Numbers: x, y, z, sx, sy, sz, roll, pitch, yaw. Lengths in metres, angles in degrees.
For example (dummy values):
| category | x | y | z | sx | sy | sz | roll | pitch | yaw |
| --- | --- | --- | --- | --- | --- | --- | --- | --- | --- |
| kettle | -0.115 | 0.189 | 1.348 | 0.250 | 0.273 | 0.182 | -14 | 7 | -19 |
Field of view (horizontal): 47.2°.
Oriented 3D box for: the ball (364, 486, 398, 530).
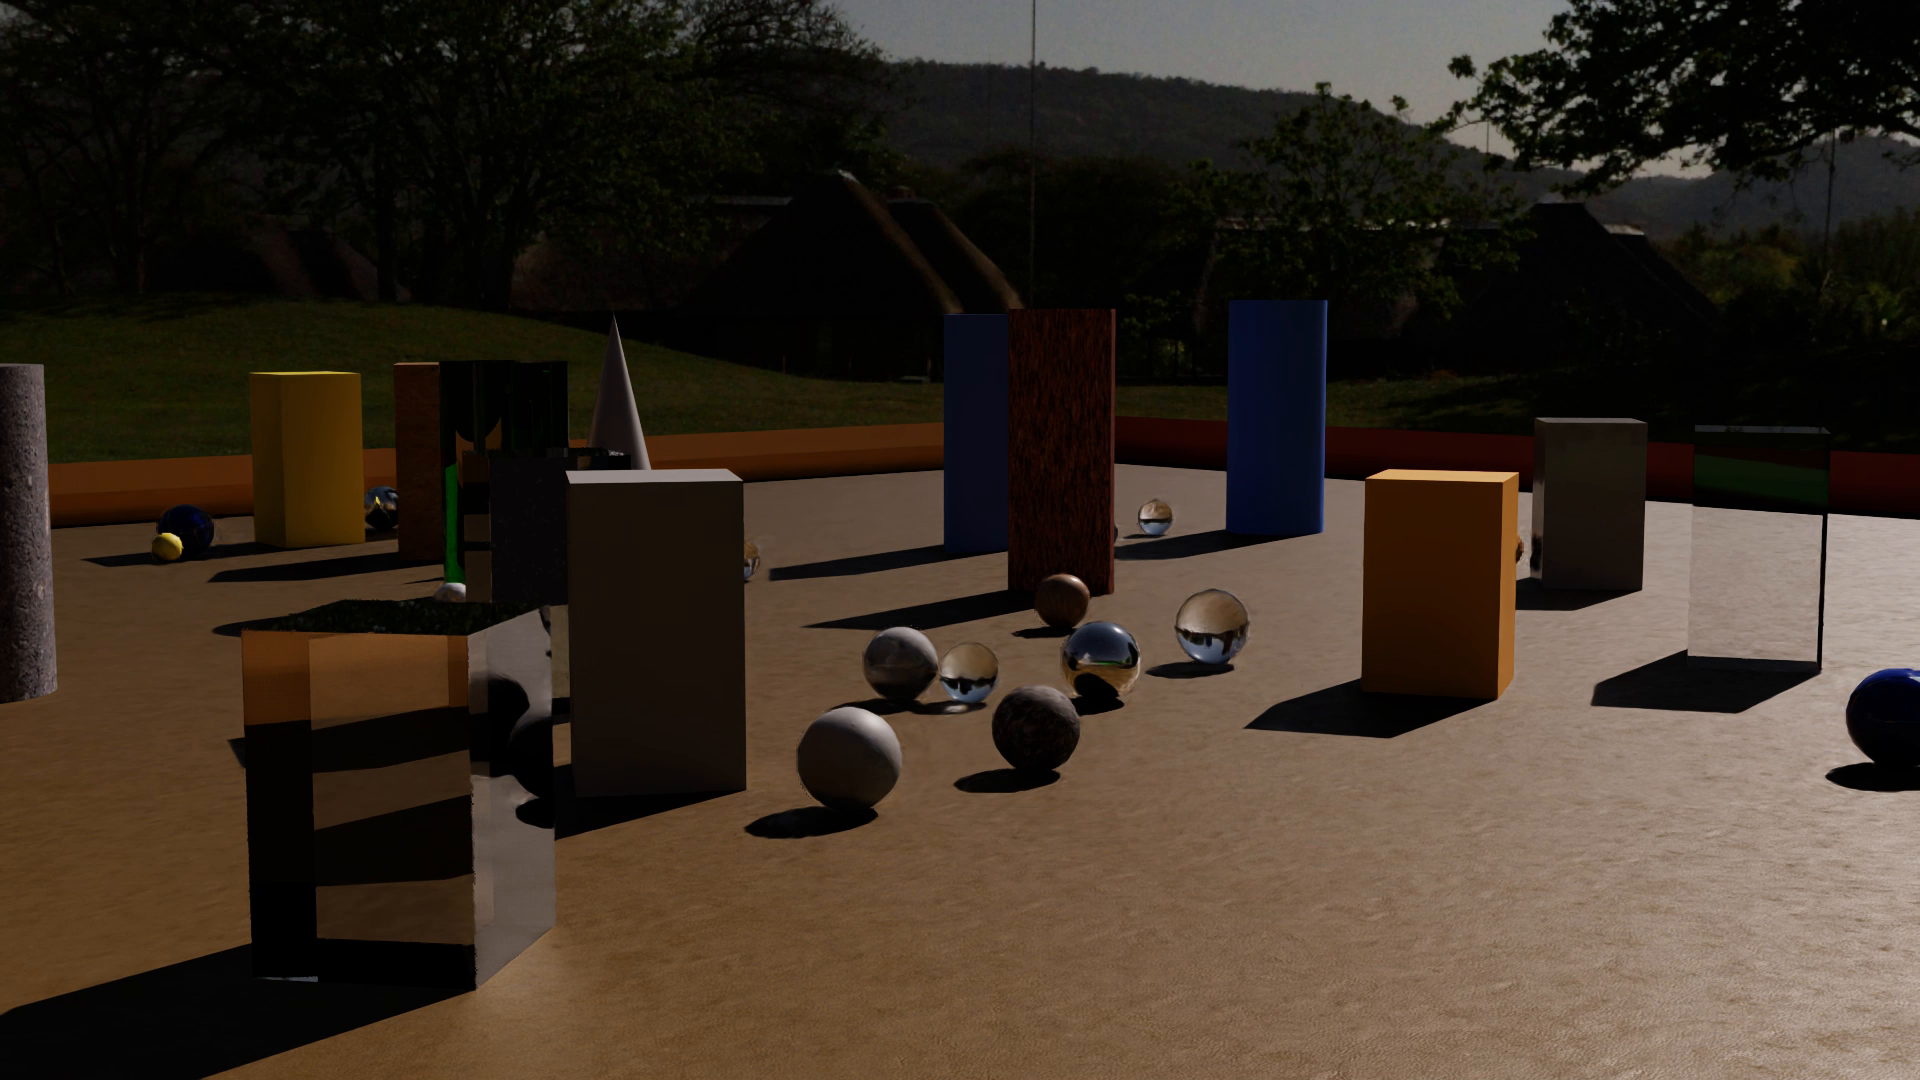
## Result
| category | x | y | z | sx | sy | sz | roll | pitch | yaw |
| --- | --- | --- | --- | --- | --- | --- | --- | --- | --- |
| ball | -1.172 | -0.066 | 4.470 | 0.089 | 0.089 | 0.089 | 0 | 6 | 0 |

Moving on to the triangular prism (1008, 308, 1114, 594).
| category | x | y | z | sx | sy | sz | roll | pitch | yaw |
| --- | --- | --- | --- | --- | --- | --- | --- | --- | --- |
| triangular prism | 0.178 | -0.147 | 3.531 | 0.169 | 0.446 | 0.147 | 2 | 6 | 16 |

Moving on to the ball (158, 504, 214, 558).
| category | x | y | z | sx | sy | sz | roll | pitch | yaw |
| --- | --- | --- | --- | --- | --- | --- | --- | --- | --- |
| ball | -1.394 | -0.016 | 3.960 | 0.096 | 0.096 | 0.096 | 0 | 6 | 0 |

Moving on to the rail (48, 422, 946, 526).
| category | x | y | z | sx | sy | sz | roll | pitch | yaw |
| --- | --- | --- | --- | --- | --- | --- | --- | --- | --- |
| rail | -1.447 | -0.130 | 4.891 | 5.105 | 0.127 | 0.045 | -5 | 8 | -42 |

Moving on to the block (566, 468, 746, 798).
| category | x | y | z | sx | sy | sz | roll | pitch | yaw |
| --- | --- | --- | --- | --- | --- | --- | --- | --- | --- |
| block | -0.291 | 0.083 | 2.091 | 0.156 | 0.289 | 0.156 | -1 | 6 | -11 |

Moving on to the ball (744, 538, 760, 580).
| category | x | y | z | sx | sy | sz | roll | pitch | yaw |
| --- | --- | --- | --- | --- | --- | --- | --- | --- | --- |
| ball | -0.366 | 0.031 | 3.619 | 0.073 | 0.073 | 0.073 | 0 | 6 | 0 |

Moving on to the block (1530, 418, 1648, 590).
| category | x | y | z | sx | sy | sz | roll | pitch | yaw |
| --- | --- | --- | --- | --- | --- | --- | --- | --- | --- |
| block | 1.021 | -0.062 | 3.578 | 0.156 | 0.266 | 0.156 | 1 | 6 | 8 |

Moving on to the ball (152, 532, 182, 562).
| category | x | y | z | sx | sy | sz | roll | pitch | yaw |
| --- | --- | --- | --- | --- | --- | --- | --- | --- | --- |
| ball | -1.403 | 0.013 | 3.891 | 0.052 | 0.052 | 0.052 | 0 | 6 | 0 |

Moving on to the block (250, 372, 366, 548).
| category | x | y | z | sx | sy | sz | roll | pitch | yaw |
| --- | --- | --- | --- | --- | --- | --- | --- | --- | --- |
| block | -1.249 | -0.157 | 4.207 | 0.156 | 0.324 | 0.156 | -5 | 8 | -38 |

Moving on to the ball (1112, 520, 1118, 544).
| category | x | y | z | sx | sy | sz | roll | pitch | yaw |
| --- | --- | --- | --- | --- | --- | --- | --- | --- | --- |
| ball | 0.260 | -0.013 | 4.084 | 0.065 | 0.065 | 0.065 | 0 | 6 | 0 |

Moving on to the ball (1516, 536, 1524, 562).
| category | x | y | z | sx | sy | sz | roll | pitch | yaw |
| --- | --- | --- | --- | --- | --- | --- | --- | --- | --- |
| ball | 0.946 | 0.013 | 3.822 | 0.066 | 0.066 | 0.066 | 0 | 6 | 0 |

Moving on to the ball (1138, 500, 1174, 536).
| category | x | y | z | sx | sy | sz | roll | pitch | yaw |
| --- | --- | --- | --- | --- | --- | --- | --- | --- | --- |
| ball | 0.387 | -0.045 | 4.354 | 0.071 | 0.071 | 0.071 | 0 | 6 | 0 |

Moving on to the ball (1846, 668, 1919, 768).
| category | x | y | z | sx | sy | sz | roll | pitch | yaw |
| --- | --- | --- | --- | --- | --- | --- | --- | --- | --- |
| ball | 0.915 | 0.173 | 2.142 | 0.098 | 0.098 | 0.098 | 0 | 6 | 0 |

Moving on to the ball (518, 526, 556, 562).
| category | x | y | z | sx | sy | sz | roll | pitch | yaw |
| --- | --- | --- | --- | --- | --- | --- | --- | --- | --- |
| ball | -0.750 | 0.006 | 3.895 | 0.065 | 0.065 | 0.065 | 0 | 6 | 0 |

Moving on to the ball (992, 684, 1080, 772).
| category | x | y | z | sx | sy | sz | roll | pitch | yaw |
| --- | --- | --- | --- | --- | --- | --- | --- | --- | --- |
| ball | 0.073 | 0.182 | 2.122 | 0.085 | 0.085 | 0.085 | 0 | 6 | 0 |

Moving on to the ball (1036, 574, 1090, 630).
| category | x | y | z | sx | sy | sz | roll | pitch | yaw |
| --- | --- | --- | --- | --- | --- | --- | --- | --- | --- |
| ball | 0.144 | 0.086 | 3.076 | 0.078 | 0.078 | 0.078 | 0 | 6 | 0 |

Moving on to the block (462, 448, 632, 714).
| category | x | y | z | sx | sy | sz | roll | pitch | yaw |
| --- | --- | --- | --- | --- | --- | --- | --- | --- | --- |
| block | -0.467 | 0.043 | 2.488 | 0.156 | 0.284 | 0.156 | -3 | 6 | -23 |

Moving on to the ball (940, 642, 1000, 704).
| category | x | y | z | sx | sy | sz | roll | pitch | yaw |
| --- | --- | --- | --- | --- | --- | --- | --- | --- | --- |
| ball | 0.011 | 0.150 | 2.496 | 0.070 | 0.070 | 0.070 | 0 | 6 | 0 |

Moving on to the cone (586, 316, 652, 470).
| category | x | y | z | sx | sy | sz | roll | pitch | yaw |
| --- | --- | --- | --- | --- | --- | --- | --- | --- | --- |
| cone | -0.619 | -0.188 | 3.952 | 0.195 | 0.440 | 0.195 | 0 | 6 | 0 |

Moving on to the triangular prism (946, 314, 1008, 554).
| category | x | y | z | sx | sy | sz | roll | pitch | yaw |
| --- | --- | --- | --- | --- | --- | --- | --- | --- | --- |
| triangular prism | 0.012 | -0.203 | 4.110 | 0.169 | 0.436 | 0.147 | -4 | 7 | -33 |

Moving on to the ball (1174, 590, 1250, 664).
| category | x | y | z | sx | sy | sz | roll | pitch | yaw |
| --- | --- | --- | --- | --- | --- | --- | --- | --- | --- |
| ball | 0.318 | 0.109 | 2.768 | 0.095 | 0.095 | 0.095 | 0 | 6 | 0 |

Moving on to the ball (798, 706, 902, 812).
| category | x | y | z | sx | sy | sz | roll | pitch | yaw |
| --- | --- | --- | --- | --- | --- | --- | --- | --- | --- |
| ball | -0.098 | 0.195 | 1.957 | 0.093 | 0.093 | 0.093 | 0 | 6 | 0 |

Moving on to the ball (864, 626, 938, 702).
| category | x | y | z | sx | sy | sz | roll | pitch | yaw |
| --- | --- | --- | --- | --- | --- | --- | --- | --- | --- |
| ball | -0.068 | 0.141 | 2.505 | 0.086 | 0.086 | 0.086 | 0 | 6 | 0 |

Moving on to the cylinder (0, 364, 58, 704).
| category | x | y | z | sx | sy | sz | roll | pitch | yaw |
| --- | --- | --- | --- | --- | --- | --- | --- | --- | --- |
| cylinder | -1.157 | -0.011 | 2.542 | 0.195 | 0.381 | 0.195 | 0 | 6 | 0 |

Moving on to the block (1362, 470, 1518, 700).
| category | x | y | z | sx | sy | sz | roll | pitch | yaw |
| --- | --- | --- | --- | --- | --- | --- | --- | --- | --- |
| block | 0.570 | 0.048 | 2.607 | 0.156 | 0.250 | 0.156 | 2 | 6 | 20 |

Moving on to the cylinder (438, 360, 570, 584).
| category | x | y | z | sx | sy | sz | roll | pitch | yaw |
| --- | --- | --- | --- | --- | --- | --- | --- | --- | --- |
| cylinder | -0.704 | -0.094 | 3.408 | 0.195 | 0.365 | 0.195 | 0 | 6 | 0 |

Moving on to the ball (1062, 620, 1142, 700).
| category | x | y | z | sx | sy | sz | roll | pitch | yaw |
| --- | --- | --- | --- | --- | --- | --- | --- | --- | --- |
| ball | 0.161 | 0.138 | 2.511 | 0.091 | 0.091 | 0.091 | 0 | 6 | 0 |

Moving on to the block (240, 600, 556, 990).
| category | x | y | z | sx | sy | sz | roll | pitch | yaw |
| --- | --- | --- | --- | --- | --- | --- | --- | --- | --- |
| block | -0.383 | 0.169 | 1.521 | 0.156 | 0.235 | 0.156 | 1 | 6 | 9 |

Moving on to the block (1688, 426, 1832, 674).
| category | x | y | z | sx | sy | sz | roll | pitch | yaw |
| --- | --- | --- | --- | --- | --- | --- | --- | --- | --- |
| block | 1.008 | 0.007 | 2.784 | 0.156 | 0.295 | 0.156 | 2 | 6 | 18 |

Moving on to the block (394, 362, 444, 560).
| category | x | y | z | sx | sy | sz | roll | pitch | yaw |
| --- | --- | --- | --- | --- | --- | --- | --- | --- | --- |
| block | -0.939 | -0.146 | 3.992 | 0.156 | 0.348 | 0.156 | -1 | 6 | -11 |

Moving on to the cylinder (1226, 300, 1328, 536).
| category | x | y | z | sx | sy | sz | roll | pitch | yaw |
| --- | --- | --- | --- | --- | --- | --- | --- | --- | --- |
| cylinder | 0.636 | -0.249 | 4.423 | 0.195 | 0.463 | 0.195 | 0 | 6 | 0 |

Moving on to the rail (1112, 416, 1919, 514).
| category | x | y | z | sx | sy | sz | roll | pitch | yaw |
| --- | --- | --- | --- | --- | --- | --- | --- | --- | --- |
| rail | 1.858 | -0.145 | 5.037 | 0.045 | 0.127 | 4.314 | -5 | 8 | -42 |

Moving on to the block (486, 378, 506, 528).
| category | x | y | z | sx | sy | sz | roll | pitch | yaw |
| --- | --- | --- | --- | --- | --- | --- | --- | --- | --- |
| block | -1.040 | -0.178 | 4.502 | 0.156 | 0.306 | 0.156 | -5 | 8 | -41 |

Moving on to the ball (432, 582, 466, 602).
| category | x | y | z | sx | sy | sz | roll | pitch | yaw |
| --- | --- | --- | --- | --- | --- | --- | --- | --- | --- |
| ball | -0.716 | 0.090 | 3.113 | 0.061 | 0.061 | 0.061 | 0 | 6 | 0 |
